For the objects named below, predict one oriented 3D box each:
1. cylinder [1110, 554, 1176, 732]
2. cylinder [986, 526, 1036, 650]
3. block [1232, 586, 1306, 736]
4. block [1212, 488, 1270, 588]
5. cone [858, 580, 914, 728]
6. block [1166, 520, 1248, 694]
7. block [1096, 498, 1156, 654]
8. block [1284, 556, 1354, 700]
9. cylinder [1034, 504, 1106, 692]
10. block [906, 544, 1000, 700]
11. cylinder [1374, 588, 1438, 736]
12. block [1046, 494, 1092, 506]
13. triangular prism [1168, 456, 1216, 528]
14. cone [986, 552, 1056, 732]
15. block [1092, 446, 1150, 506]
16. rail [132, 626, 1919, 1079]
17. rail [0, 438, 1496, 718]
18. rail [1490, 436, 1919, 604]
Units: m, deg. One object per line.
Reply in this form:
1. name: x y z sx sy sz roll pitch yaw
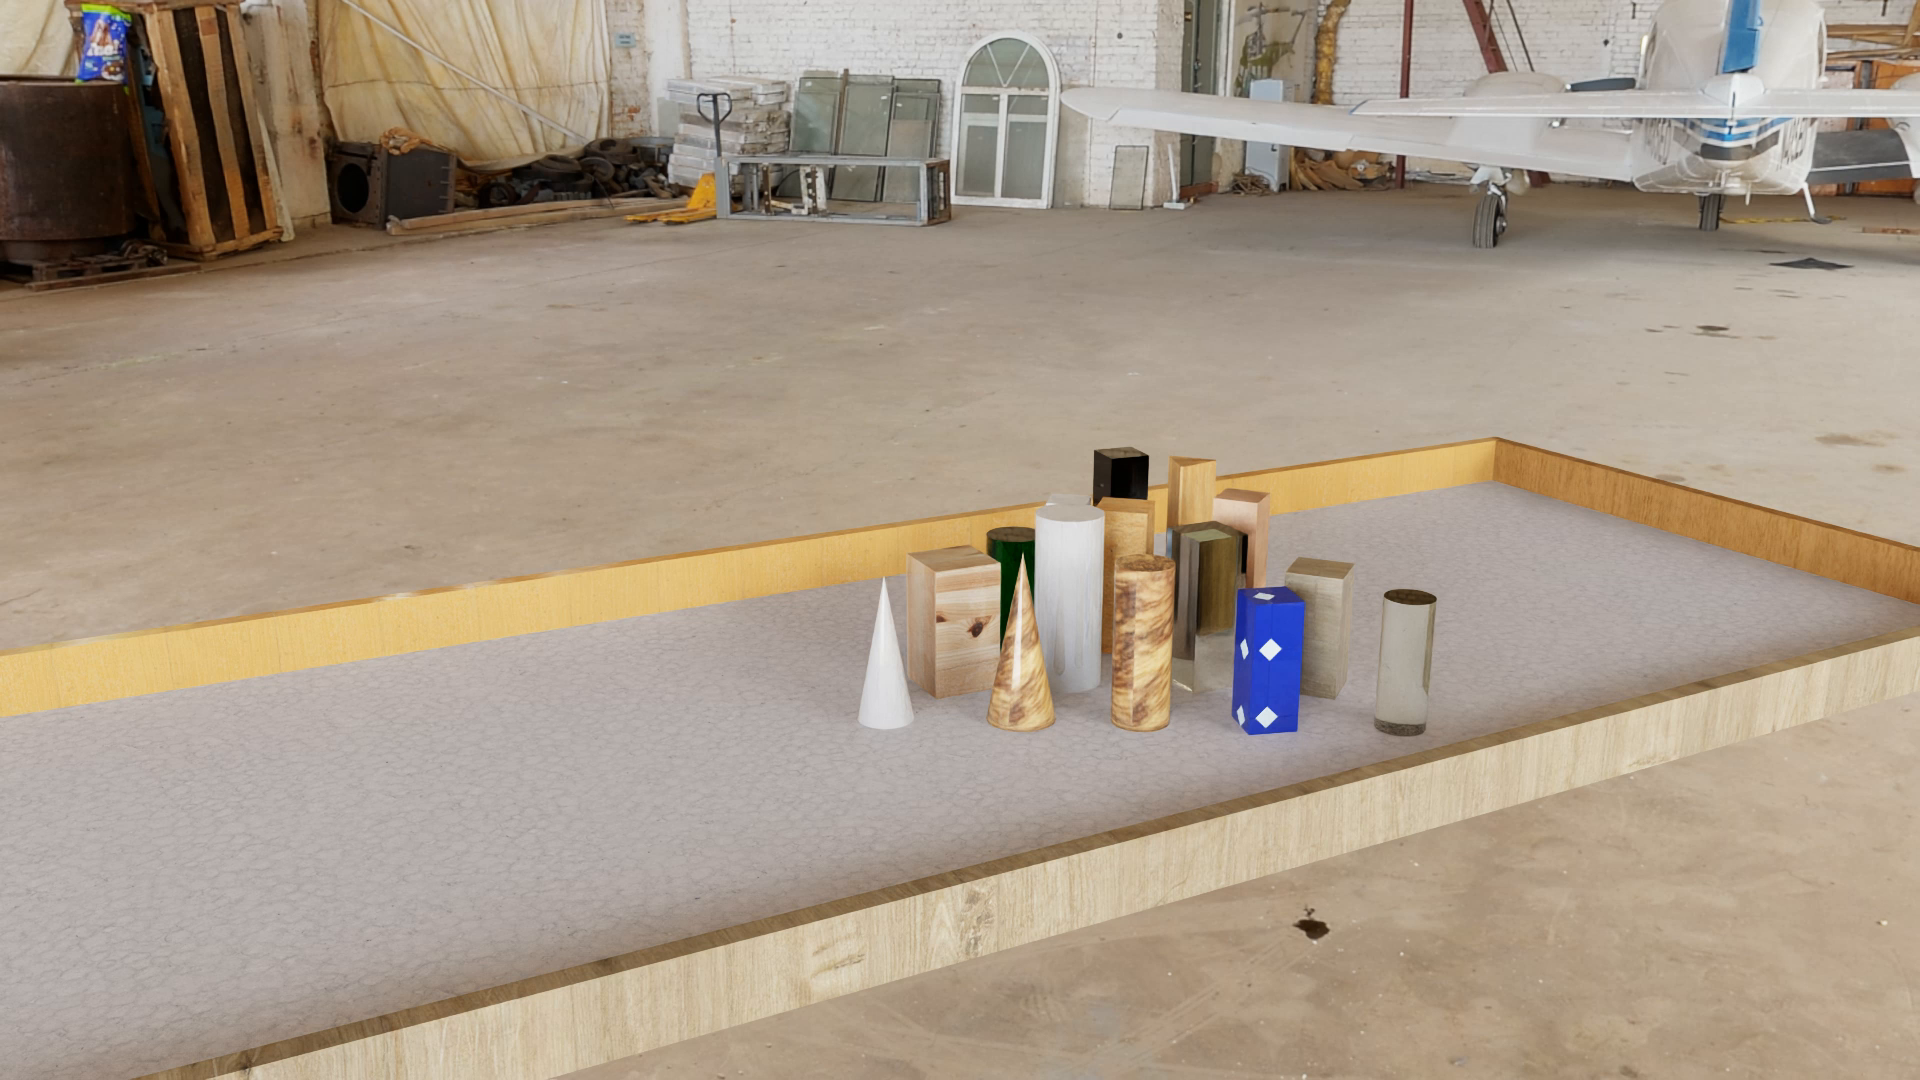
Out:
1. cylinder: 0.426 0.240 3.846 0.139 0.391 0.139 0 16 0
2. cylinder: 0.144 0.129 4.384 0.149 0.301 0.149 0 16 0
3. block: 0.716 0.280 3.839 0.118 0.318 0.118 -3 17 -10
4. block: 0.732 0.084 4.334 0.117 0.415 0.117 8 18 25
5. cone: -0.176 0.252 3.866 0.133 0.355 0.133 0 16 0
6. block: 0.606 0.166 4.095 0.141 0.392 0.141 -8 18 -25
7. block: 0.429 0.095 4.344 0.139 0.387 0.139 4 17 14
8. block: 0.880 0.216 4.072 0.140 0.309 0.140 7 18 23
9. cylinder: 0.269 0.143 4.094 0.170 0.437 0.170 0 16 0
10. block: -0.017 0.200 4.096 0.173 0.325 0.173 -8 18 -25
11. cylinder: 1.031 0.284 3.821 0.118 0.320 0.118 0 16 0
12. block: 0.300 0.049 4.595 0.110 0.335 0.110 4 17 12
13. triangular prism: 0.615 -0.005 4.580 0.130 0.447 0.113 -12 20 -35
14. cone: 0.145 0.226 3.857 0.165 0.411 0.165 0 16 0
15. block: 0.467 -0.058 4.828 0.119 0.407 0.119 -6 17 -19
16. rail: -2.336 1.006 1.665 12.000 0.150 0.050 -9 18 -27
17. rail: -3.305 0.497 3.399 12.000 0.150 0.050 -9 18 -27
18. rail: 2.466 -0.048 5.253 0.050 0.150 2.100 -9 18 -27
